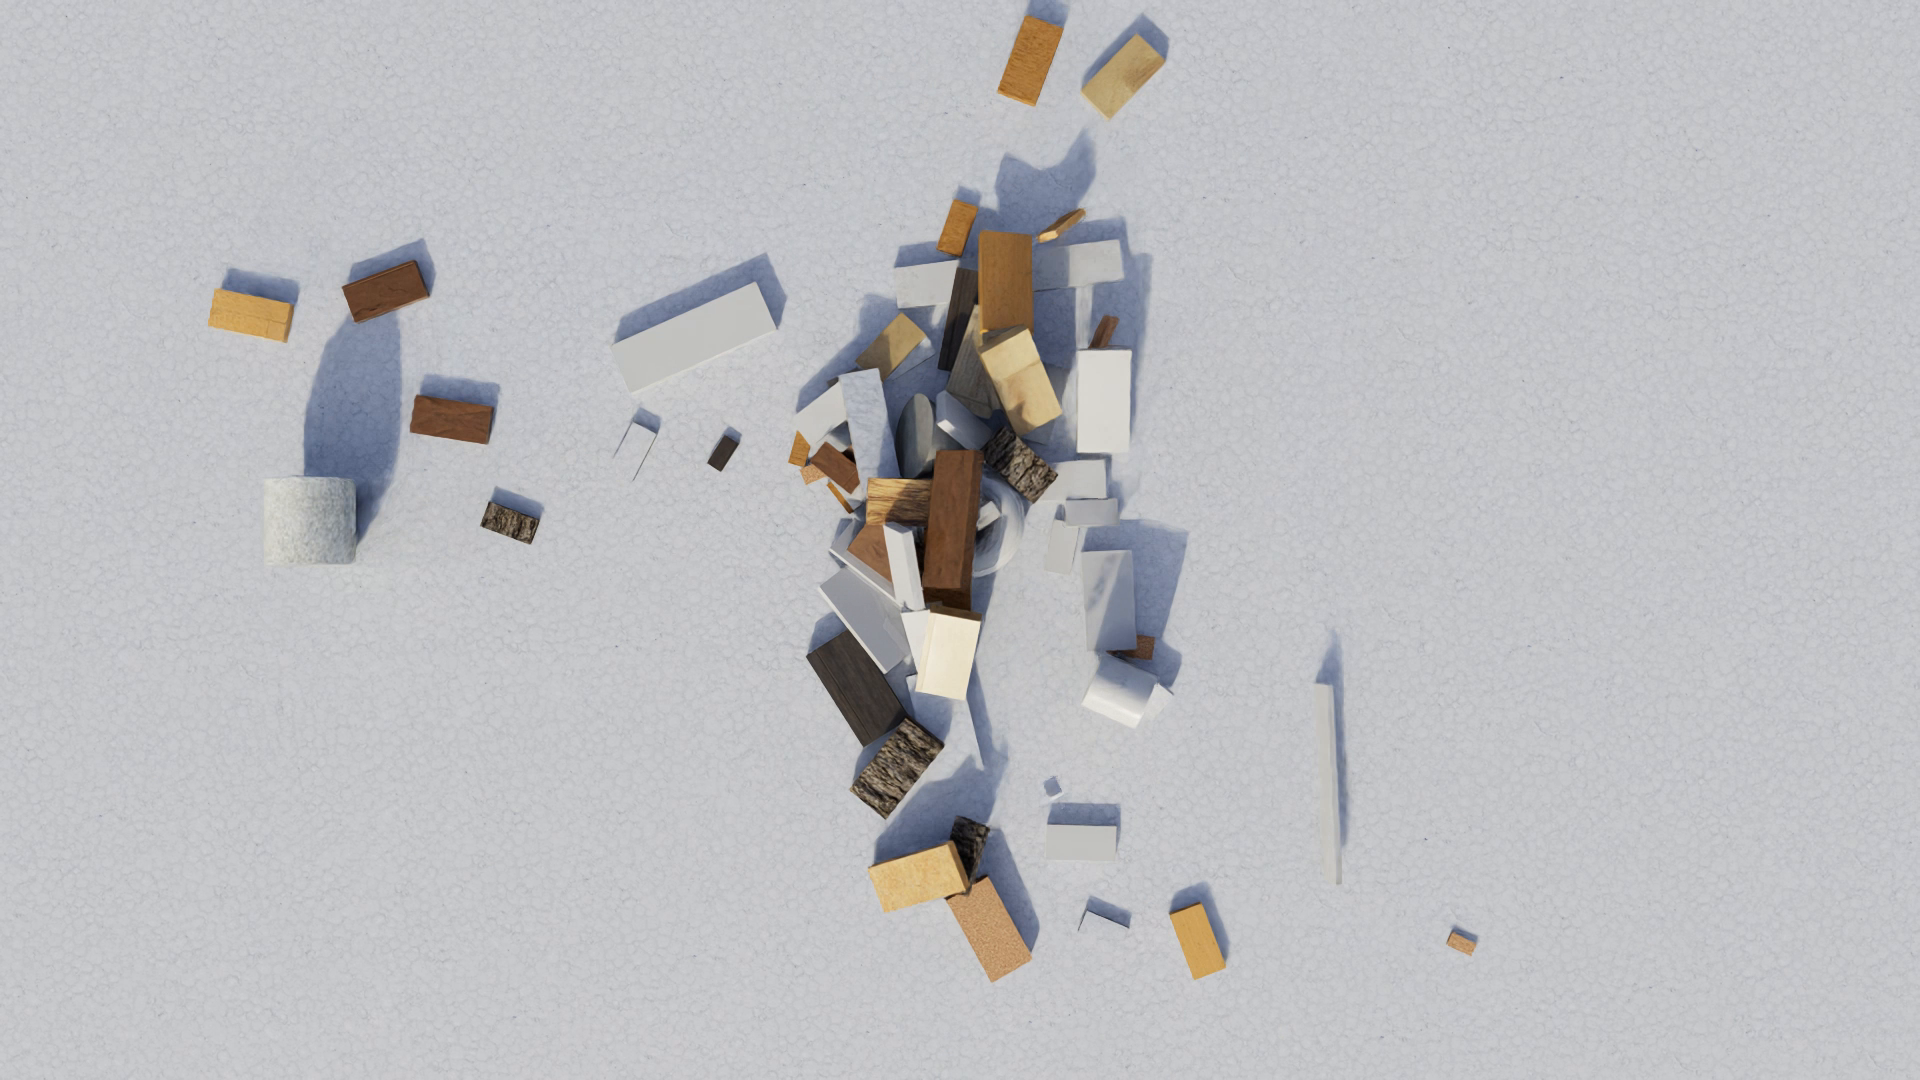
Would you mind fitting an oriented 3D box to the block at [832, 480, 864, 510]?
[{"bbox_3d":[-0.366,-0.167,5.474,0.062,0.017,0.123,-38,90,0],"label":"block"}]

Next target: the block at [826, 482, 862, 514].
[{"bbox_3d":[-0.382,-0.153,5.491,0.062,0.017,0.123,-38,90,0],"label":"block"}]

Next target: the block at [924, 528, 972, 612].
[{"bbox_3d":[-0.040,0.111,5.341,0.151,0.043,0.301,1,101,3],"label":"block"}]

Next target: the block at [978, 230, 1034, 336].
[{"bbox_3d":[0.149,-0.834,5.373,0.170,0.048,0.339,3,78,-14],"label":"block"}]

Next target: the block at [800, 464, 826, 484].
[{"bbox_3d":[-0.473,-0.231,5.492,0.112,0.016,0.056,-23,90,0],"label":"block"}]

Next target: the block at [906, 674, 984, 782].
[{"bbox_3d":[-0.050,0.605,5.475,0.179,0.051,0.358,-14,90,0],"label":"block"}]

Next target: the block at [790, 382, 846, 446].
[{"bbox_3d":[-0.436,-0.423,5.456,0.226,0.032,0.113,-37,89,6],"label":"block"}]

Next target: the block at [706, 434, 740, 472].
[{"bbox_3d":[-0.789,-0.288,5.492,0.056,0.016,0.112,33,90,0],"label":"block"}]

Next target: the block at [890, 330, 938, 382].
[{"bbox_3d":[-0.174,-0.613,5.488,0.176,0.025,0.088,-32,90,0],"label":"block"}]

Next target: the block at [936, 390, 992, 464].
[{"bbox_3d":[0.016,-0.367,5.371,0.036,0.255,0.127,-25,47,28],"label":"block"}]

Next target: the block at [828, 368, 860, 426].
[{"bbox_3d":[-0.344,-0.447,5.484,0.113,0.032,0.226,-25,90,0],"label":"block"}]

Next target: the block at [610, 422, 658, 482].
[{"bbox_3d":[-1.087,-0.294,5.488,0.088,0.025,0.176,27,90,0],"label":"block"}]

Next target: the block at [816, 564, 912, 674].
[{"bbox_3d":[-0.289,0.245,5.449,0.179,0.051,0.358,-38,90,-18],"label":"block"}]

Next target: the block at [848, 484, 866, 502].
[{"bbox_3d":[-0.305,-0.154,5.445,0.123,0.017,0.062,18,91,10],"label":"block"}]

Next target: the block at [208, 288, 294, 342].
[{"bbox_3d":[-2.356,-0.746,5.482,0.255,0.036,0.127,12,90,0],"label":"block"}]

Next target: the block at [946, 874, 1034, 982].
[{"bbox_3d":[0.096,1.285,5.457,0.158,0.045,0.317,-29,95,-6],"label":"block"}]

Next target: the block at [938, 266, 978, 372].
[{"bbox_3d":[0.040,-0.717,5.449,0.170,0.048,0.339,11,98,-3],"label":"block"}]

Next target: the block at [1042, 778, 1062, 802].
[{"bbox_3d":[0.290,0.778,5.159,0.045,0.090,0.013,-27,116,0],"label":"block"}]

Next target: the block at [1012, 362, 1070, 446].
[{"bbox_3d":[0.266,-0.457,5.482,0.131,0.037,0.261,17,90,0],"label":"block"}]

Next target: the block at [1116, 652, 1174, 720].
[{"bbox_3d":[0.584,0.484,5.471,0.229,0.033,0.115,38,104,0],"label":"block"}]

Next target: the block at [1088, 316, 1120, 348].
[{"bbox_3d":[0.464,-0.658,5.455,0.025,0.087,0.174,26,90,-19],"label":"block"}]

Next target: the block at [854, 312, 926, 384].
[{"bbox_3d":[-0.229,-0.633,5.459,0.113,0.032,0.226,43,88,6],"label":"block"}]

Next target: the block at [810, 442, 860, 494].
[{"bbox_3d":[-0.400,-0.238,5.432,0.175,0.025,0.087,39,94,2],"label":"block"}]

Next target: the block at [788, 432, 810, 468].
[{"bbox_3d":[-0.530,-0.303,5.492,0.056,0.016,0.112,16,90,0],"label":"block"}]

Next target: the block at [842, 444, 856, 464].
[{"bbox_3d":[-0.314,-0.239,5.451,0.087,0.025,0.175,-36,97,27],"label":"block"}]

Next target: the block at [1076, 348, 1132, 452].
[{"bbox_3d":[0.471,-0.459,5.424,0.171,0.048,0.342,-1,108,0],"label":"block"}]

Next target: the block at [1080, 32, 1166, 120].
[{"bbox_3d":[0.540,-1.537,5.481,0.134,0.038,0.268,44,90,0],"label":"block"}]

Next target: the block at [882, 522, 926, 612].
[{"bbox_3d":[-0.179,0.083,5.277,0.038,0.133,0.266,-19,112,-25],"label":"block"}]

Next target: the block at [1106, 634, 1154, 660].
[{"bbox_3d":[0.566,0.351,5.489,0.154,0.022,0.077,8,90,0],"label":"block"}]

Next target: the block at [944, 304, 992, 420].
[{"bbox_3d":[0.070,-0.585,5.416,0.170,0.048,0.339,18,97,-10],"label":"block"}]

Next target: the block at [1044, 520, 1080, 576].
[{"bbox_3d":[0.338,0.025,5.488,0.087,0.025,0.174,11,90,0],"label":"block"}]

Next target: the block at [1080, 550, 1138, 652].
[{"bbox_3d":[0.493,0.201,5.463,0.165,0.047,0.329,-3,85,0],"label":"block"}]

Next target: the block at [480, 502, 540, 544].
[{"bbox_3d":[-1.497,-0.056,5.488,0.175,0.025,0.088,20,90,0],"label":"block"}]
